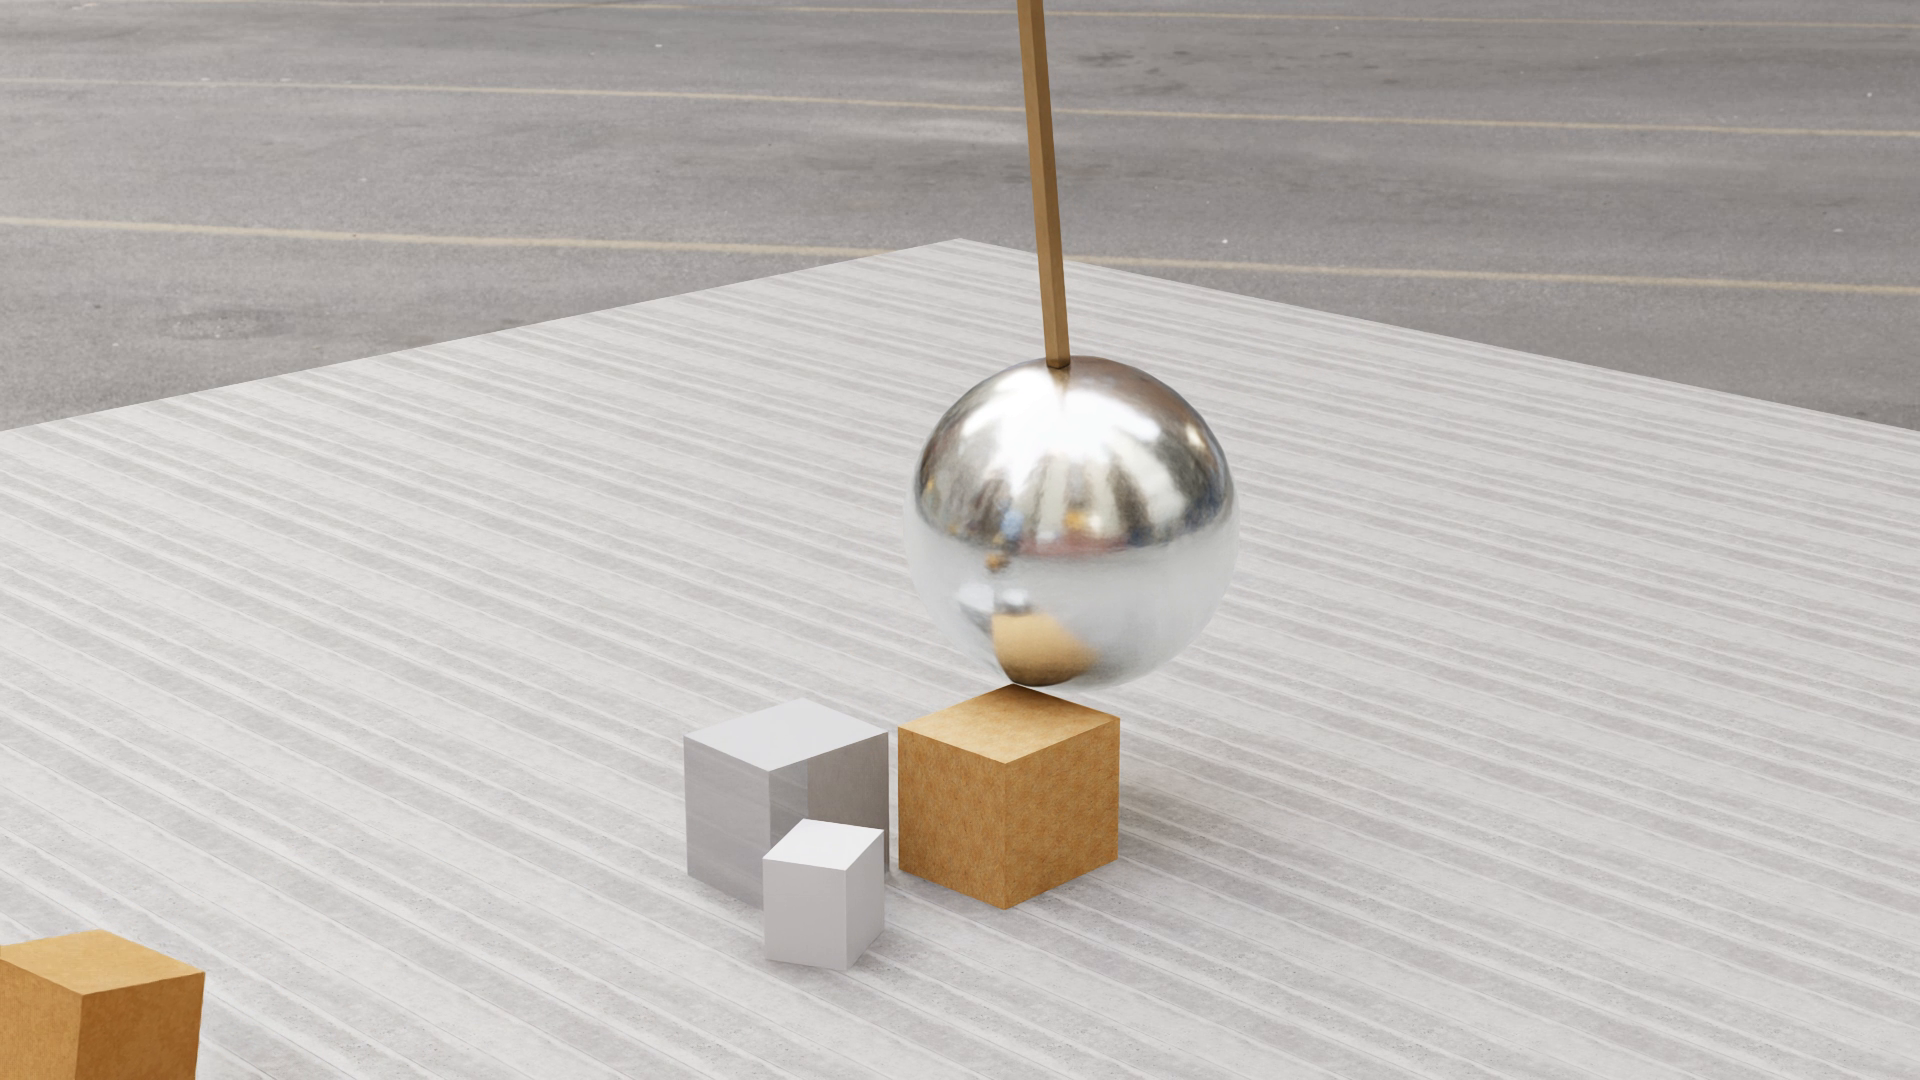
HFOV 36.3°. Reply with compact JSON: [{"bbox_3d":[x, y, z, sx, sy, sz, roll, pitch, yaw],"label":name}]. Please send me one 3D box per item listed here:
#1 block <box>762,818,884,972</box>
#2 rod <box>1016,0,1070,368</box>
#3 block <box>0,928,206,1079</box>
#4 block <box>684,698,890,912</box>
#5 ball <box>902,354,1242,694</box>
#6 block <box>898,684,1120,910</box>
[{"bbox_3d":[-0.586,1.532,12.686,0.379,0.470,0.455,6,18,18],"label":"block"},{"bbox_3d":[0.228,-3.205,12.574,0.080,5.200,0.080,17,31,42],"label":"rod"},{"bbox_3d":[-3.326,1.889,11.158,0.628,0.600,0.563,13,9,35],"label":"block"},{"bbox_3d":[-0.787,1.202,13.372,0.707,0.688,0.601,-16,23,-41],"label":"block"},{"bbox_3d":[0.527,-0.076,13.870,1.600,1.600,1.600,0,17,0],"label":"ball"},{"bbox_3d":[0.225,1.164,13.468,0.663,0.703,0.779,16,23,41],"label":"block"}]
